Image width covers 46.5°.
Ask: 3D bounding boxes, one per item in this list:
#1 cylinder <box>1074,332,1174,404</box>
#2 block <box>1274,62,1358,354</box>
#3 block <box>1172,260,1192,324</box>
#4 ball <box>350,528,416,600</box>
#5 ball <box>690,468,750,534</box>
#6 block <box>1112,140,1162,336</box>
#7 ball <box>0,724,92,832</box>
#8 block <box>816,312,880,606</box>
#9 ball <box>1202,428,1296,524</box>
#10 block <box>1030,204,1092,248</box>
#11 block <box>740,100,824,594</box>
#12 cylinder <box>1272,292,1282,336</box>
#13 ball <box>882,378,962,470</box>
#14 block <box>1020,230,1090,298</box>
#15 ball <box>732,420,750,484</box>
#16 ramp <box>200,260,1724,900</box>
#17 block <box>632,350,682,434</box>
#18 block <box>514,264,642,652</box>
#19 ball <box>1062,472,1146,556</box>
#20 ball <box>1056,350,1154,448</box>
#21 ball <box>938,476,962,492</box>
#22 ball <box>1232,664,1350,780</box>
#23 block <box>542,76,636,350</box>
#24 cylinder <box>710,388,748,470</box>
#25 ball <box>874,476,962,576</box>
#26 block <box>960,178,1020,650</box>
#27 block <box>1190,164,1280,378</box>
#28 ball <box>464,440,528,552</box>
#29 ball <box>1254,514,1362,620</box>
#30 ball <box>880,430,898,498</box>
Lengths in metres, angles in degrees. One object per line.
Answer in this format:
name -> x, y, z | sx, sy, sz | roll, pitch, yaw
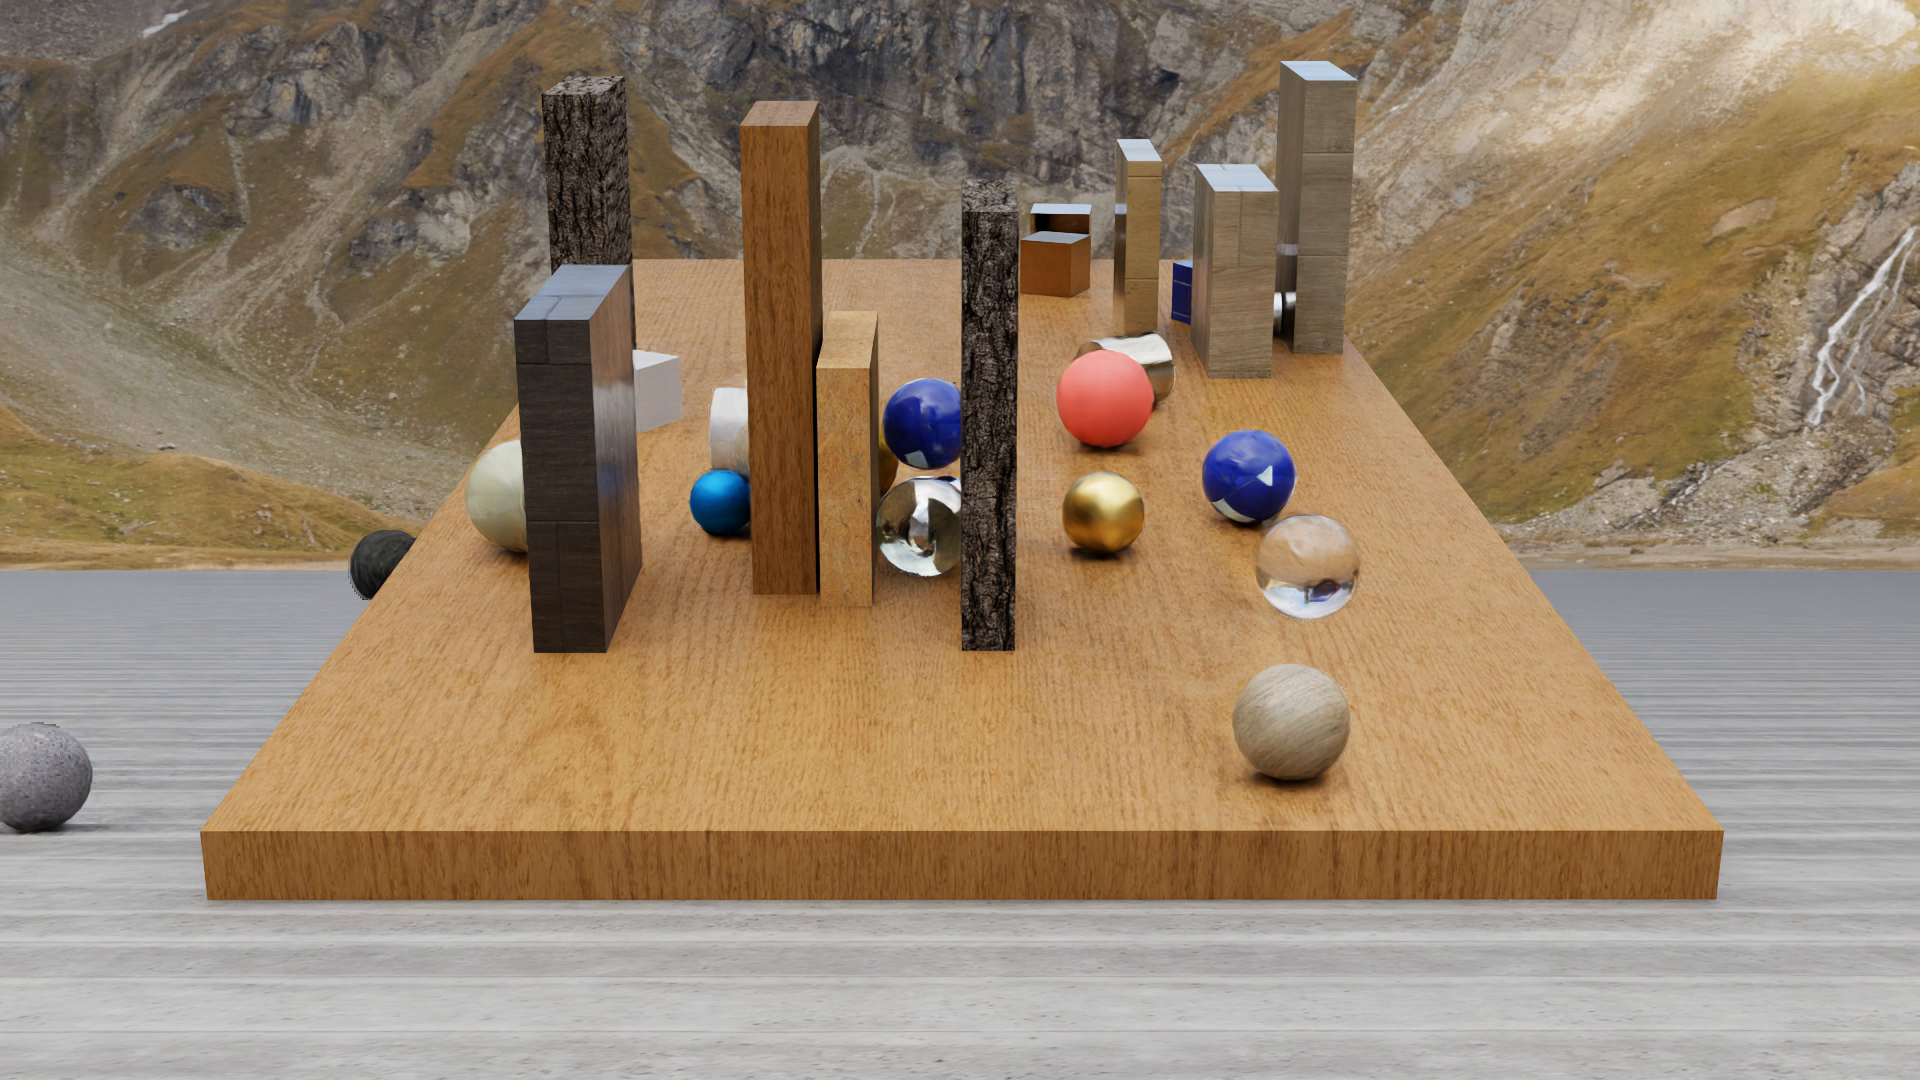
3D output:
cylinder -> 0.367, -0.376, 5.018 | 0.162, 0.162, 0.162 | -11, 5, -29
block -> 0.888, -0.848, 5.656 | 0.123, 0.670, 0.441 | 0, 18, 0
block -> 0.664, -0.651, 5.889 | 0.151, 0.151, 0.151 | -9, 20, -27
ball -> -1.283, 0.061, 5.026 | 0.172, 0.172, 0.172 | 0, -1, 0
ball -> -0.441, -0.072, 4.139 | 0.120, 0.120, 0.120 | 0, -1, 0
block -> 0.445, -0.744, 5.641 | 0.082, 0.480, 0.385 | 0, 18, 0
ball -> -1.542, 0.397, 3.728 | 0.177, 0.177, 0.177 | 0, -1, 0
block -> -0.192, -0.152, 3.915 | 0.087, 0.412, 0.444 | 0, 18, 0
ball -> 0.543, -0.120, 4.200 | 0.177, 0.177, 0.177 | 0, -1, 0
block -> 0.298, -0.893, 6.604 | 0.172, 0.172, 0.172 | 2, 18, 5
block -> -0.300, -0.336, 3.860 | 0.108, 0.795, 0.332 | 0, 18, 0
cylinder -> 0.765, -0.582, 5.743 | 0.111, 0.111, 0.111 | 1, -1, 2
ball -> -0.059, -0.216, 4.156 | 0.173, 0.173, 0.173 | 0, -1, 0
block -> 0.268, -0.774, 6.268 | 0.152, 0.152, 0.152 | 8, 19, 23
ball -> -0.347, -0.161, 4.196 | 0.164, 0.164, 0.164 | 0, -1, 0
ramp -> -0.003, -0.185, 4.851 | 2.000, 0.100, 4.000 | 0, 18, 0
block -> -0.710, -0.327, 4.895 | 0.142, 0.142, 0.142 | 11, 21, 30
block -> -0.621, -0.145, 3.681 | 0.115, 0.540, 0.439 | 0, 18, 0
ball -> 0.258, -0.048, 4.019 | 0.151, 0.151, 0.151 | 0, -1, 0
ball -> 0.305, -0.297, 4.705 | 0.205, 0.205, 0.205 | 0, -1, 0
ball -> -0.026, -0.051, 4.063 | 0.130, 0.130, 0.130 | 0, -1, 0
ball -> 0.456, 0.251, 3.077 | 0.161, 0.161, 0.161 | 0, -1, 0
block -> -0.855, -0.709, 5.192 | 0.131, 0.686, 0.369 | 0, 18, 0
cylinder -> -0.399, -0.214, 4.486 | 0.177, 0.177, 0.177 | 2, 0, 4
ball -> -0.061, -0.023, 3.902 | 0.175, 0.175, 0.175 | 0, -1, 0
block -> 0.045, -0.207, 3.611 | 0.085, 0.703, 0.320 | 0, 18, 0
block -> 0.663, -0.660, 5.439 | 0.149, 0.445, 0.422 | 0, 18, 0
ball -> -0.788, -0.079, 4.026 | 0.203, 0.203, 0.203 | 0, -1, 0
ball -> 0.575, 0.044, 3.696 | 0.176, 0.176, 0.176 | 0, -1, 0
ball -> -0.201, -0.147, 4.305 | 0.163, 0.163, 0.163 | 0, -1, 0
